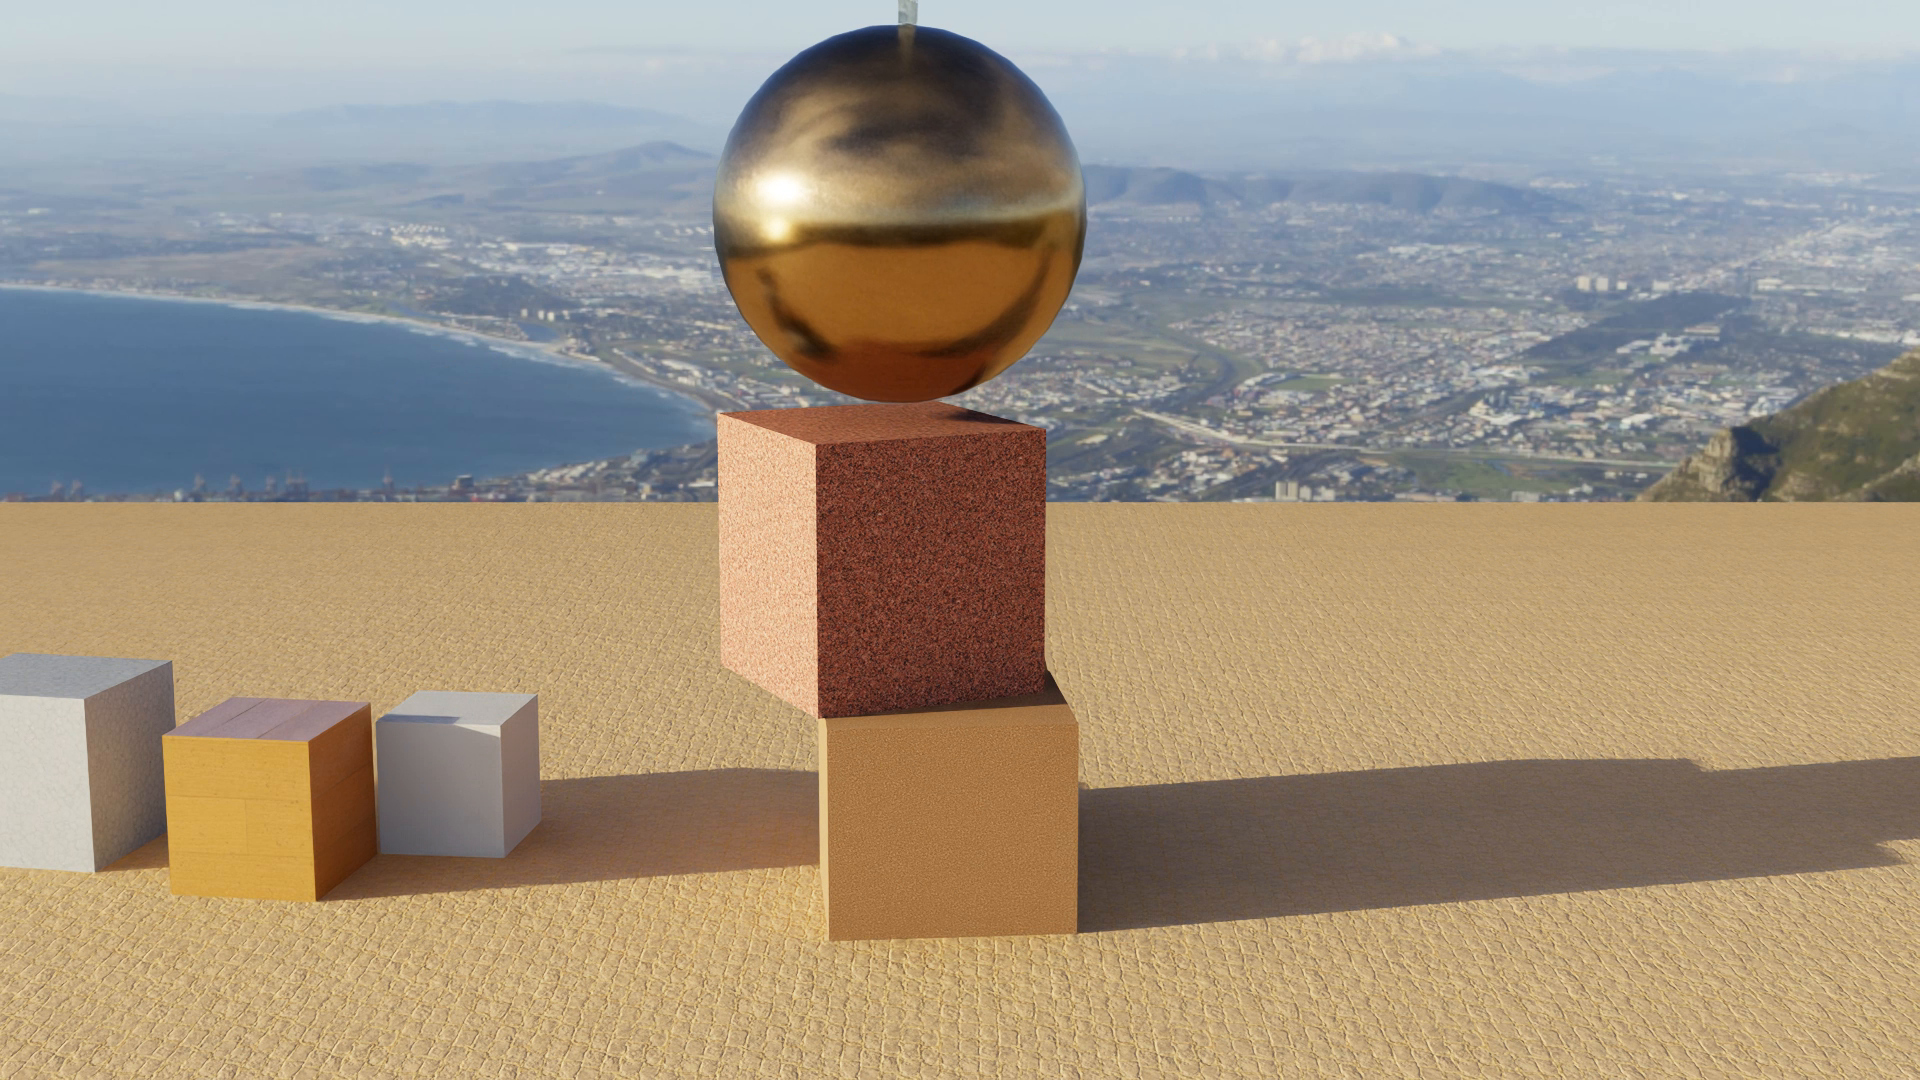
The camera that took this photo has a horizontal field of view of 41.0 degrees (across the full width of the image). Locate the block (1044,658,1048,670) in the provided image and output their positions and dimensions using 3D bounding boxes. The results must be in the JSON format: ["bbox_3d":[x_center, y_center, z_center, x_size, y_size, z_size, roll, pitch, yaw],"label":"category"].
[{"bbox_3d":[-0.053,0.979,11.937,0.908,0.804,0.955,0,10,-1],"label":"block"}]

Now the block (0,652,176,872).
[{"bbox_3d":[-4.166,1.008,11.805,0.806,0.793,0.772,2,11,12],"label":"block"}]

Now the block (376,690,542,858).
[{"bbox_3d":[-2.318,1.078,11.906,0.580,0.619,0.603,1,10,7],"label":"block"}]

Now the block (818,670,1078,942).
[{"bbox_3d":[-0.070,1.112,10.951,1.026,0.894,0.957,-1,10,-5],"label":"block"}]

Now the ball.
[{"bbox_3d":[-0.257,-1.383,10.929,1.600,1.600,1.600,0,10,0],"label":"ball"}]

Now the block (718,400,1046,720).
[{"bbox_3d":[-0.354,0.046,11.138,1.052,1.136,1.101,-5,11,-26],"label":"block"}]

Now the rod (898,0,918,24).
[{"bbox_3d":[-0.111,-4.725,10.321,0.080,5.200,0.080,2,10,0],"label":"rod"}]

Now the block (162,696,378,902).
[{"bbox_3d":[-3.036,1.134,11.339,0.659,0.712,0.700,2,10,9],"label":"block"}]
